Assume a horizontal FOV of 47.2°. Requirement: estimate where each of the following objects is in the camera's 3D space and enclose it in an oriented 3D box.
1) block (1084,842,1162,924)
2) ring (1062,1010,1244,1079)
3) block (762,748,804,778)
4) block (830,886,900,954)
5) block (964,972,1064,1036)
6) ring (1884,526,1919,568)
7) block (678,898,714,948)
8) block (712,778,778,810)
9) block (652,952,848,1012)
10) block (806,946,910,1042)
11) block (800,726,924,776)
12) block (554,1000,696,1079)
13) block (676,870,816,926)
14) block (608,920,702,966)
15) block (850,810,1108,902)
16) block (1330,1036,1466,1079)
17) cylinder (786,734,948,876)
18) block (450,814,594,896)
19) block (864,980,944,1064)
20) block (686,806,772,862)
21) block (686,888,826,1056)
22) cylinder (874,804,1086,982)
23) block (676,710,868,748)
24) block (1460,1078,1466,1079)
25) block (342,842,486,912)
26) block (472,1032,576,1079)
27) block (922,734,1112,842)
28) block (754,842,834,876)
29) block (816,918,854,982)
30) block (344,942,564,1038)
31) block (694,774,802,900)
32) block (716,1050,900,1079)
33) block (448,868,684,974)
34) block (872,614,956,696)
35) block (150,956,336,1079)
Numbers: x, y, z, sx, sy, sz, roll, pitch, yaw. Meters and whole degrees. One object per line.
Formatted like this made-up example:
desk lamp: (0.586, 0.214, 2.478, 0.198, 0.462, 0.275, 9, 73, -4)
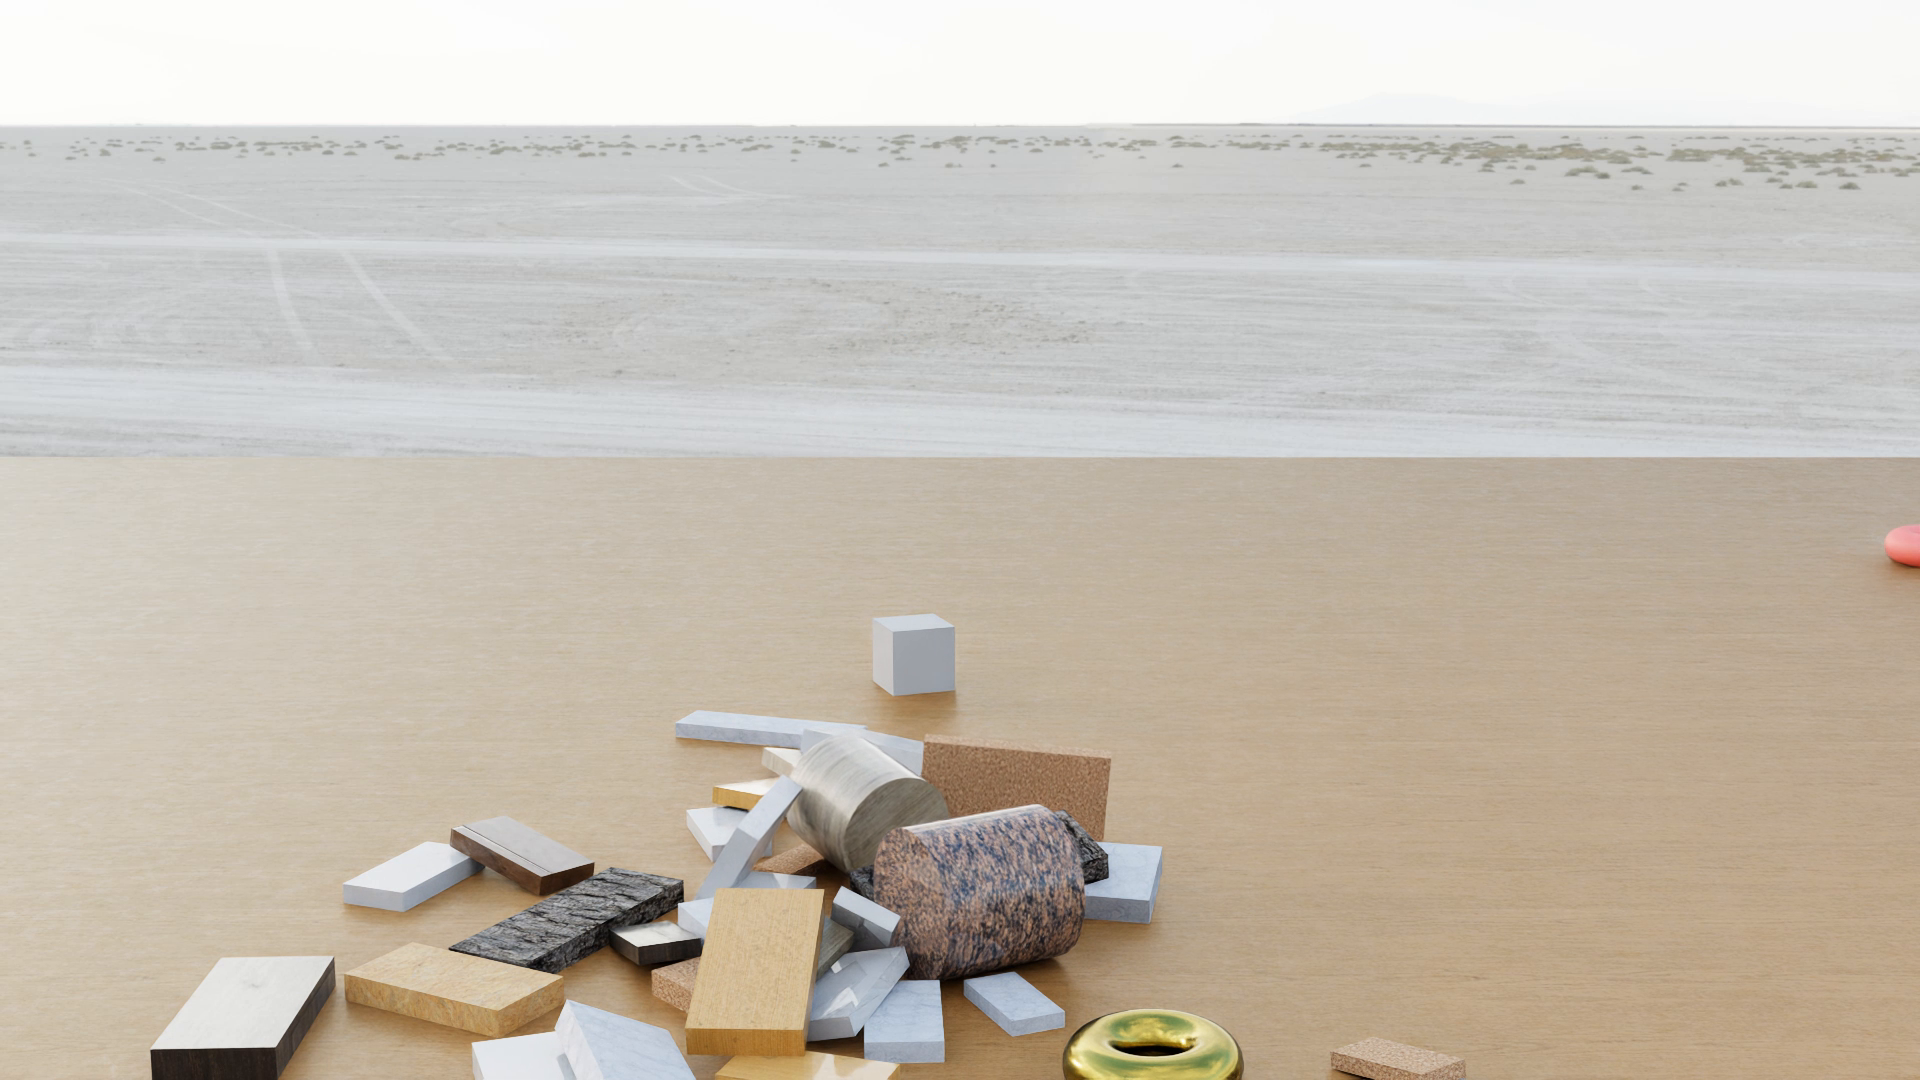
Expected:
block: (0.166, 0.556, 3.623, 0.316, 0.045, 0.158, 3, 25, 12)
ring: (0.255, 0.691, 2.908, 0.240, 0.080, 0.240, -1, 10, 0)
block: (-0.294, 0.441, 4.262, 0.118, 0.033, 0.236, 6, 2, -21)
block: (-0.144, 0.577, 3.256, 0.096, 0.027, 0.193, 26, -27, 7)
block: (0.077, 0.669, 3.178, 0.083, 0.023, 0.166, -5, 12, -24)
ring: (2.877, 0.022, 6.473, 0.289, 0.096, 0.289, 1, 11, 0)
block: (-0.317, 0.597, 3.325, 0.132, 0.037, 0.264, -6, 12, -28)
block: (-0.355, 0.474, 4.106, 0.108, 0.030, 0.215, 6, 2, 30)
block: (-0.310, 0.645, 3.272, 0.264, 0.037, 0.132, -9, 14, -40)
block: (-0.162, 0.648, 3.139, 0.109, 0.031, 0.219, -12, 12, 22)
block: (-0.129, 0.421, 4.329, 0.331, 0.047, 0.166, 9, 2, 30)
block: (-0.422, 0.690, 2.847, 0.151, 0.043, 0.301, 23, 2, -22)
block: (-0.340, 0.596, 3.535, 0.132, 0.037, 0.264, 3, 11, 17)
block: (-0.467, 0.615, 3.360, 0.096, 0.027, 0.193, -4, 0, -22)
block: (0.031, 0.542, 3.562, 0.389, 0.045, 0.158, -13, 27, -21)
block: (0.585, 0.700, 2.941, 0.083, 0.023, 0.166, -7, 4, -35)
cylinder: (-0.160, 0.462, 3.731, 0.206, 0.206, 0.206, -7, 19, -32)
block: (-0.748, 0.536, 3.755, 0.236, 0.033, 0.118, 19, 17, 36)
block: (-0.080, 0.679, 3.107, 0.109, 0.031, 0.219, 0, 11, -2)
block: (-0.415, 0.524, 3.940, 0.108, 0.030, 0.215, -4, 11, -18)
block: (-0.282, 0.601, 3.082, 0.158, 0.045, 0.316, 0, 27, 2)
cylinder: (0.027, 0.534, 3.329, 0.235, 0.235, 0.235, -6, 12, -29)
block: (-0.396, 0.401, 4.606, 0.390, 0.030, 0.108, 4, 11, 18)
block: (0.689, 0.735, 2.825, 0.166, 0.023, 0.083, 9, 14, 39)
block: (-0.918, 0.566, 3.708, 0.118, 0.033, 0.236, 4, 11, 21)
block: (-0.536, 0.720, 2.853, 0.151, 0.043, 0.302, -4, 11, -19)
block: (0.096, 0.446, 3.915, 0.331, 0.166, 0.047, 5, 12, 1)
block: (-0.278, 0.557, 3.785, 0.076, 0.022, 0.153, 7, 12, 32)
block: (-0.246, 0.606, 3.175, 0.096, 0.027, 0.193, 26, 35, 19)
block: (-0.739, 0.654, 3.210, 0.289, 0.041, 0.144, 6, 12, 28)
block: (-0.343, 0.493, 3.592, 0.041, 0.144, 0.289, 32, 14, 3)
block: (-0.201, 0.715, 2.911, 0.219, 0.031, 0.109, 4, 11, 19)
block: (-0.613, 0.607, 3.468, 0.144, 0.041, 0.415, 5, 12, 26)
block: (-0.106, 0.261, 5.034, 0.148, 0.148, 0.148, -4, 11, -20)
block: (-1.005, 0.671, 3.103, 0.166, 0.047, 0.331, 0, 11, -2)
